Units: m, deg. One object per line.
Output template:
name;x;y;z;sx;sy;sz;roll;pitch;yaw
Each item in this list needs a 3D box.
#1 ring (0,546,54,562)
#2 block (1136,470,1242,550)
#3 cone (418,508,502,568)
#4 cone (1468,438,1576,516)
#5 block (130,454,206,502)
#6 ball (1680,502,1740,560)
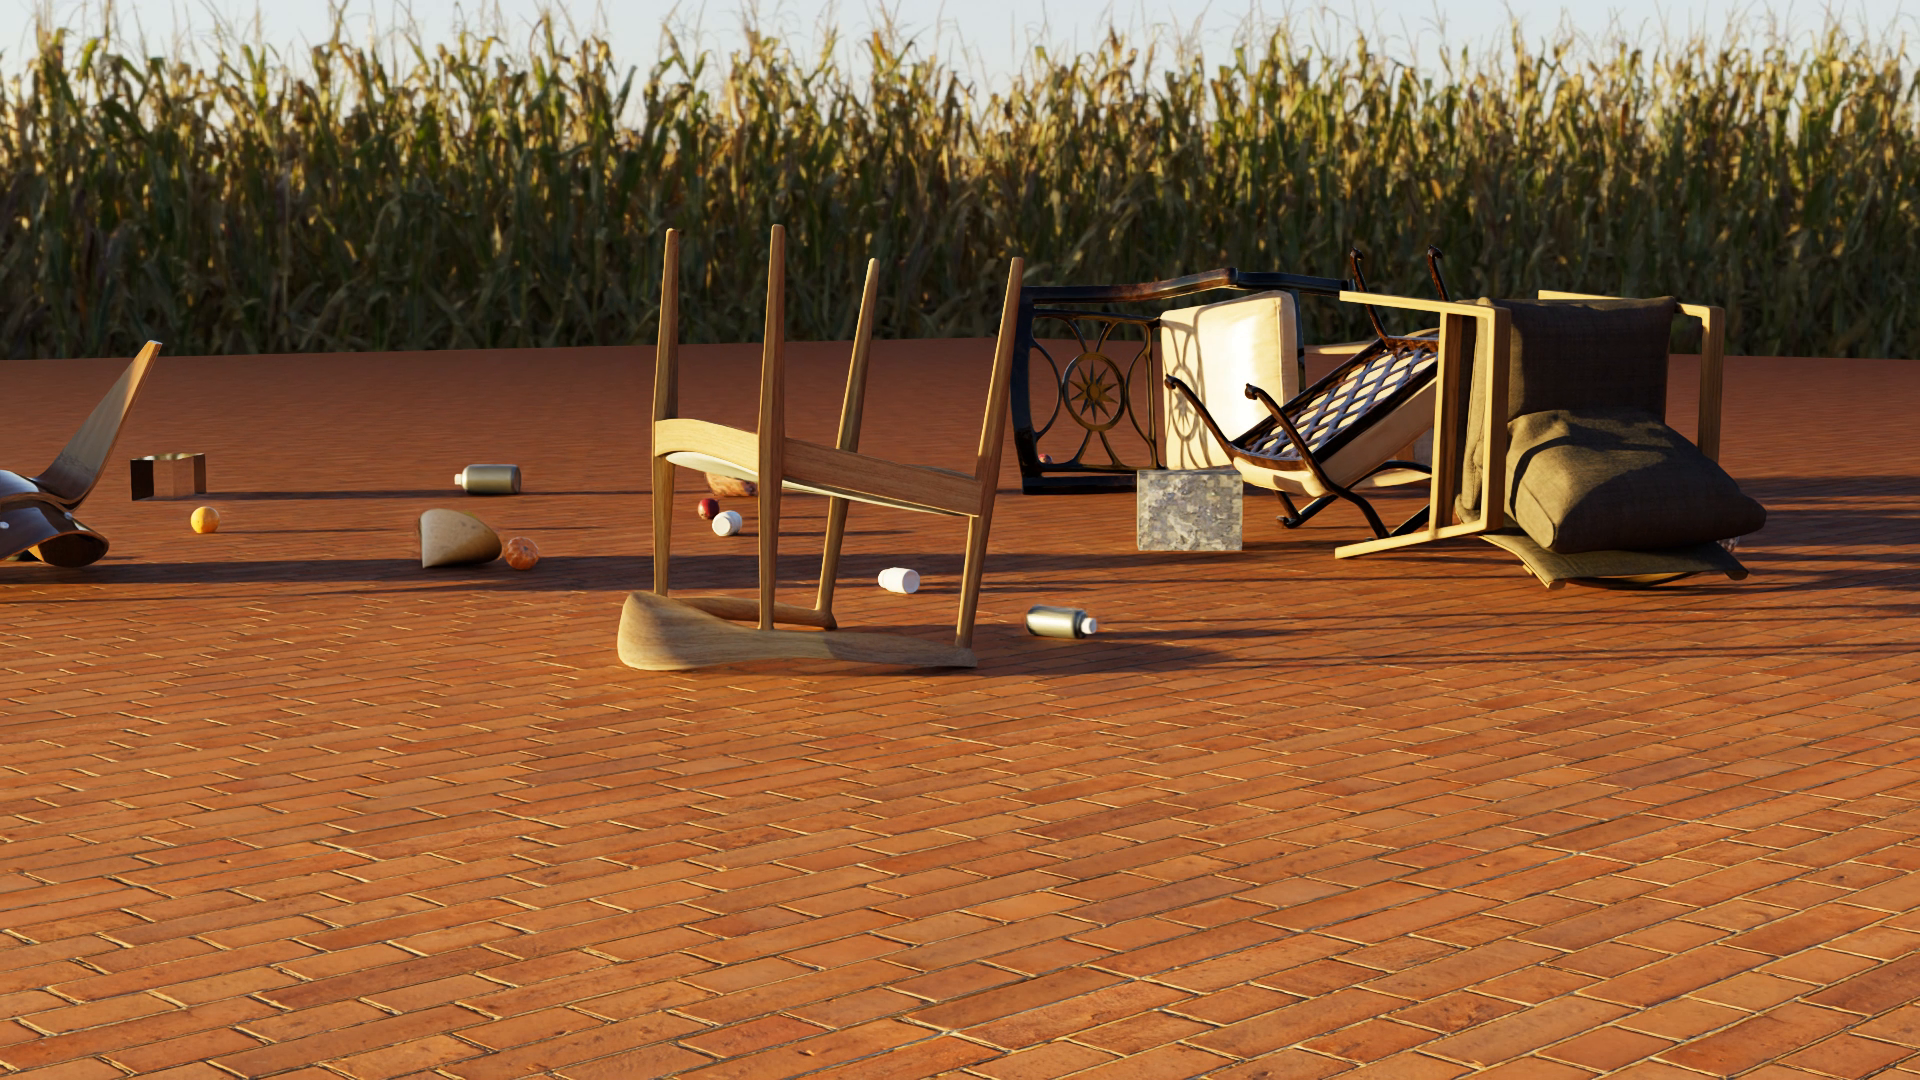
ring;-2.174;0.032;5.969;0.122;0.029;0.089;-1;7;-14
block;0.556;-0.073;6.234;0.247;0.183;0.163;0;6;2
cone;-1.179;0.027;5.832;0.273;0.151;0.126;5;39;38
cone;1.599;-0.127;7.119;0.299;0.228;0.240;20;22;-24
block;-2.359;-0.188;7.651;0.125;0.120;0.277;0;6;3
ball;1.739;-0.020;5.949;0.134;0.134;0.134;0;6;0
